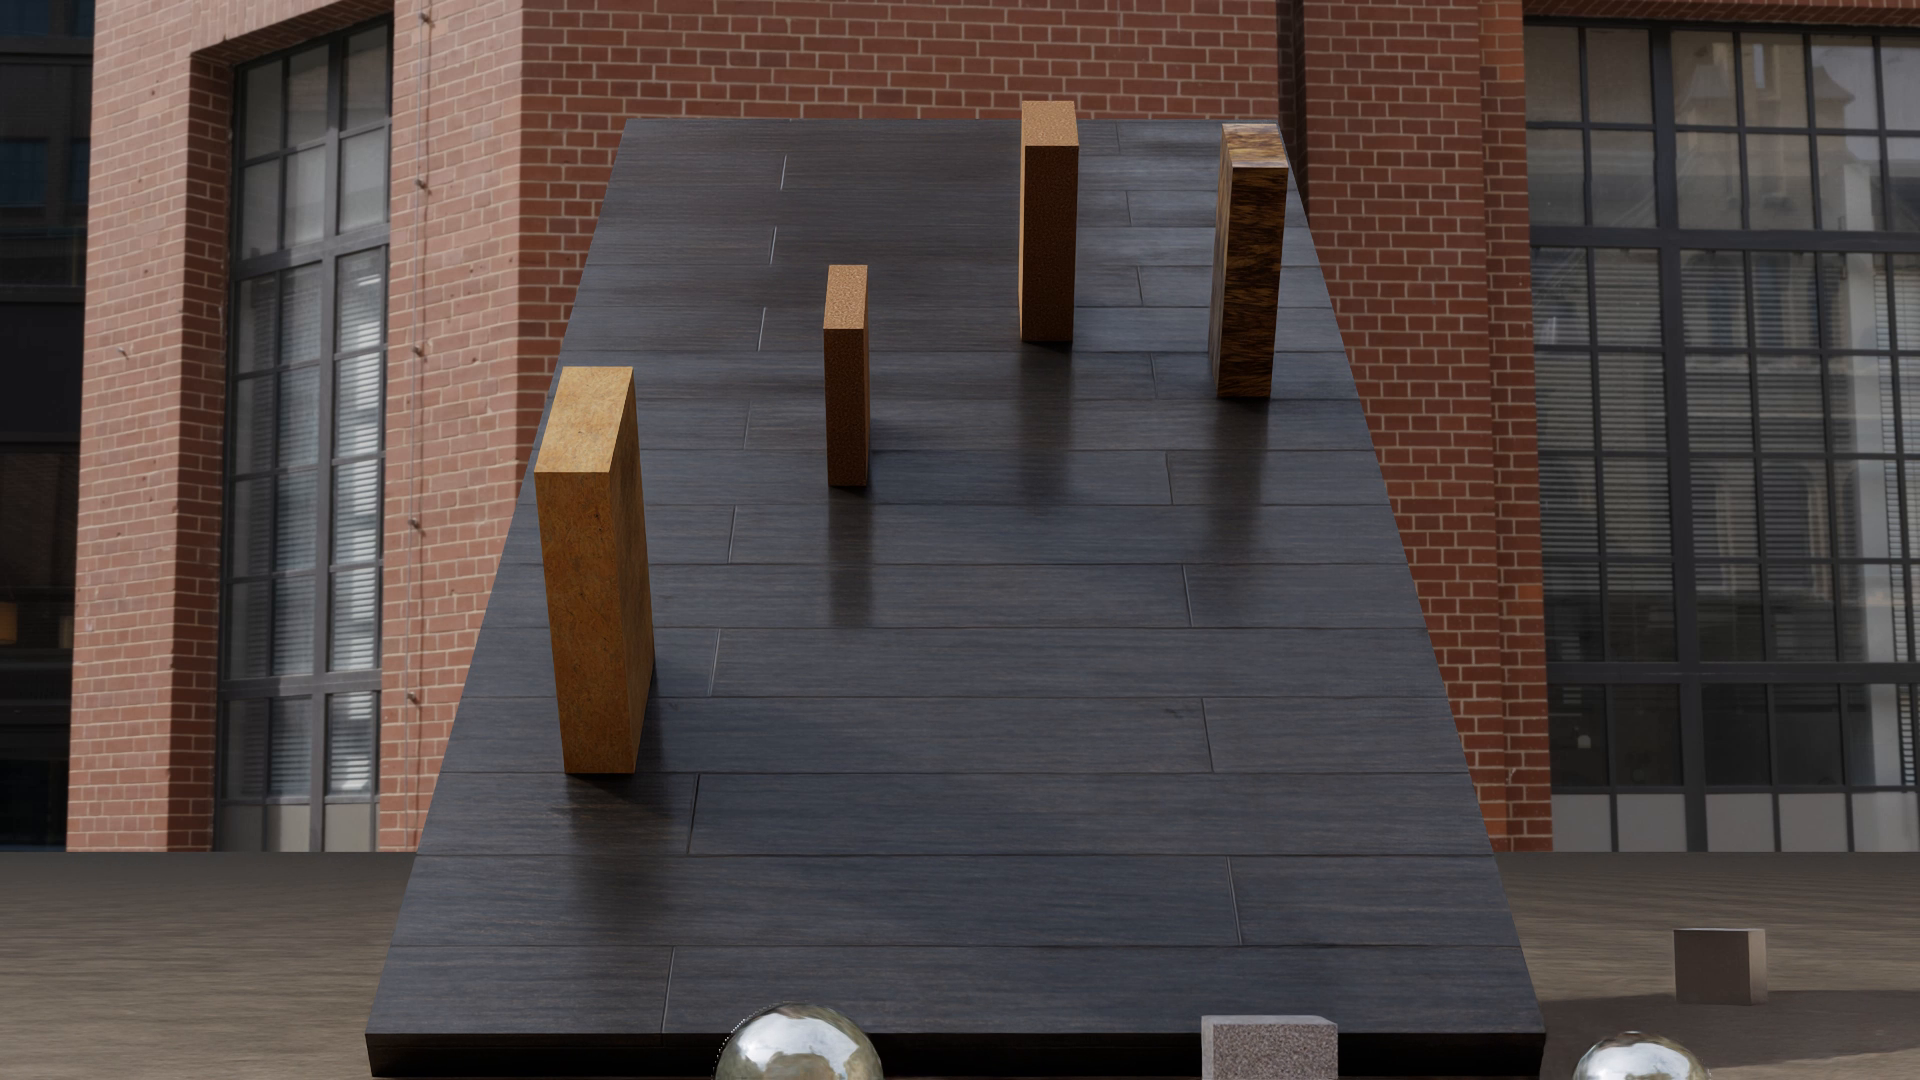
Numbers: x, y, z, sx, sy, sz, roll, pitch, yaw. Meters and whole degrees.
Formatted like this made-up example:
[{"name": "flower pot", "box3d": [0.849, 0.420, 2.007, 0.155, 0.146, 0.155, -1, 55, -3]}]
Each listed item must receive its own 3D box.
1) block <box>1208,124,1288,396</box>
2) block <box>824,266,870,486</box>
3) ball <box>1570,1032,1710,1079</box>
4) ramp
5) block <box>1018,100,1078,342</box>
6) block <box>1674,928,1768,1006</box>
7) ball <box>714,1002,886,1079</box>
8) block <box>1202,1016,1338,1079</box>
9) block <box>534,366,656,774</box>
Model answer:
[{"name": "block", "box3d": [0.700, -0.681, 5.985, 0.130, 0.610, 0.262, 0, 32, 0]}, {"name": "block", "box3d": [-0.261, -0.384, 5.697, 0.089, 0.407, 0.324, 0, 32, 0]}, {"name": "ball", "box3d": [0.811, 0.672, 2.912, 0.172, 0.172, 0.172, 0, -7, 0]}, {"name": "ramp", "box3d": [-0.015, -0.188, 5.862, 2.000, 0.100, 4.000, 0, 32, 0]}, {"name": "block", "box3d": [0.224, -0.815, 6.261, 0.132, 0.538, 0.289, 0, 32, 0]}, {"name": "block", "box3d": [1.916, 1.073, 6.164, 0.182, 0.182, 0.182, -4, -8, 30]}, {"name": "ball", "box3d": [-0.192, 0.657, 2.921, 0.206, 0.206, 0.206, 0, -7, 0]}, {"name": "block", "box3d": [0.410, 0.720, 3.256, 0.162, 0.162, 0.162, 0, -7, 0]}, {"name": "block", "box3d": [-0.698, 0.059, 4.735, 0.134, 0.678, 0.400, 0, 32, 0]}]
